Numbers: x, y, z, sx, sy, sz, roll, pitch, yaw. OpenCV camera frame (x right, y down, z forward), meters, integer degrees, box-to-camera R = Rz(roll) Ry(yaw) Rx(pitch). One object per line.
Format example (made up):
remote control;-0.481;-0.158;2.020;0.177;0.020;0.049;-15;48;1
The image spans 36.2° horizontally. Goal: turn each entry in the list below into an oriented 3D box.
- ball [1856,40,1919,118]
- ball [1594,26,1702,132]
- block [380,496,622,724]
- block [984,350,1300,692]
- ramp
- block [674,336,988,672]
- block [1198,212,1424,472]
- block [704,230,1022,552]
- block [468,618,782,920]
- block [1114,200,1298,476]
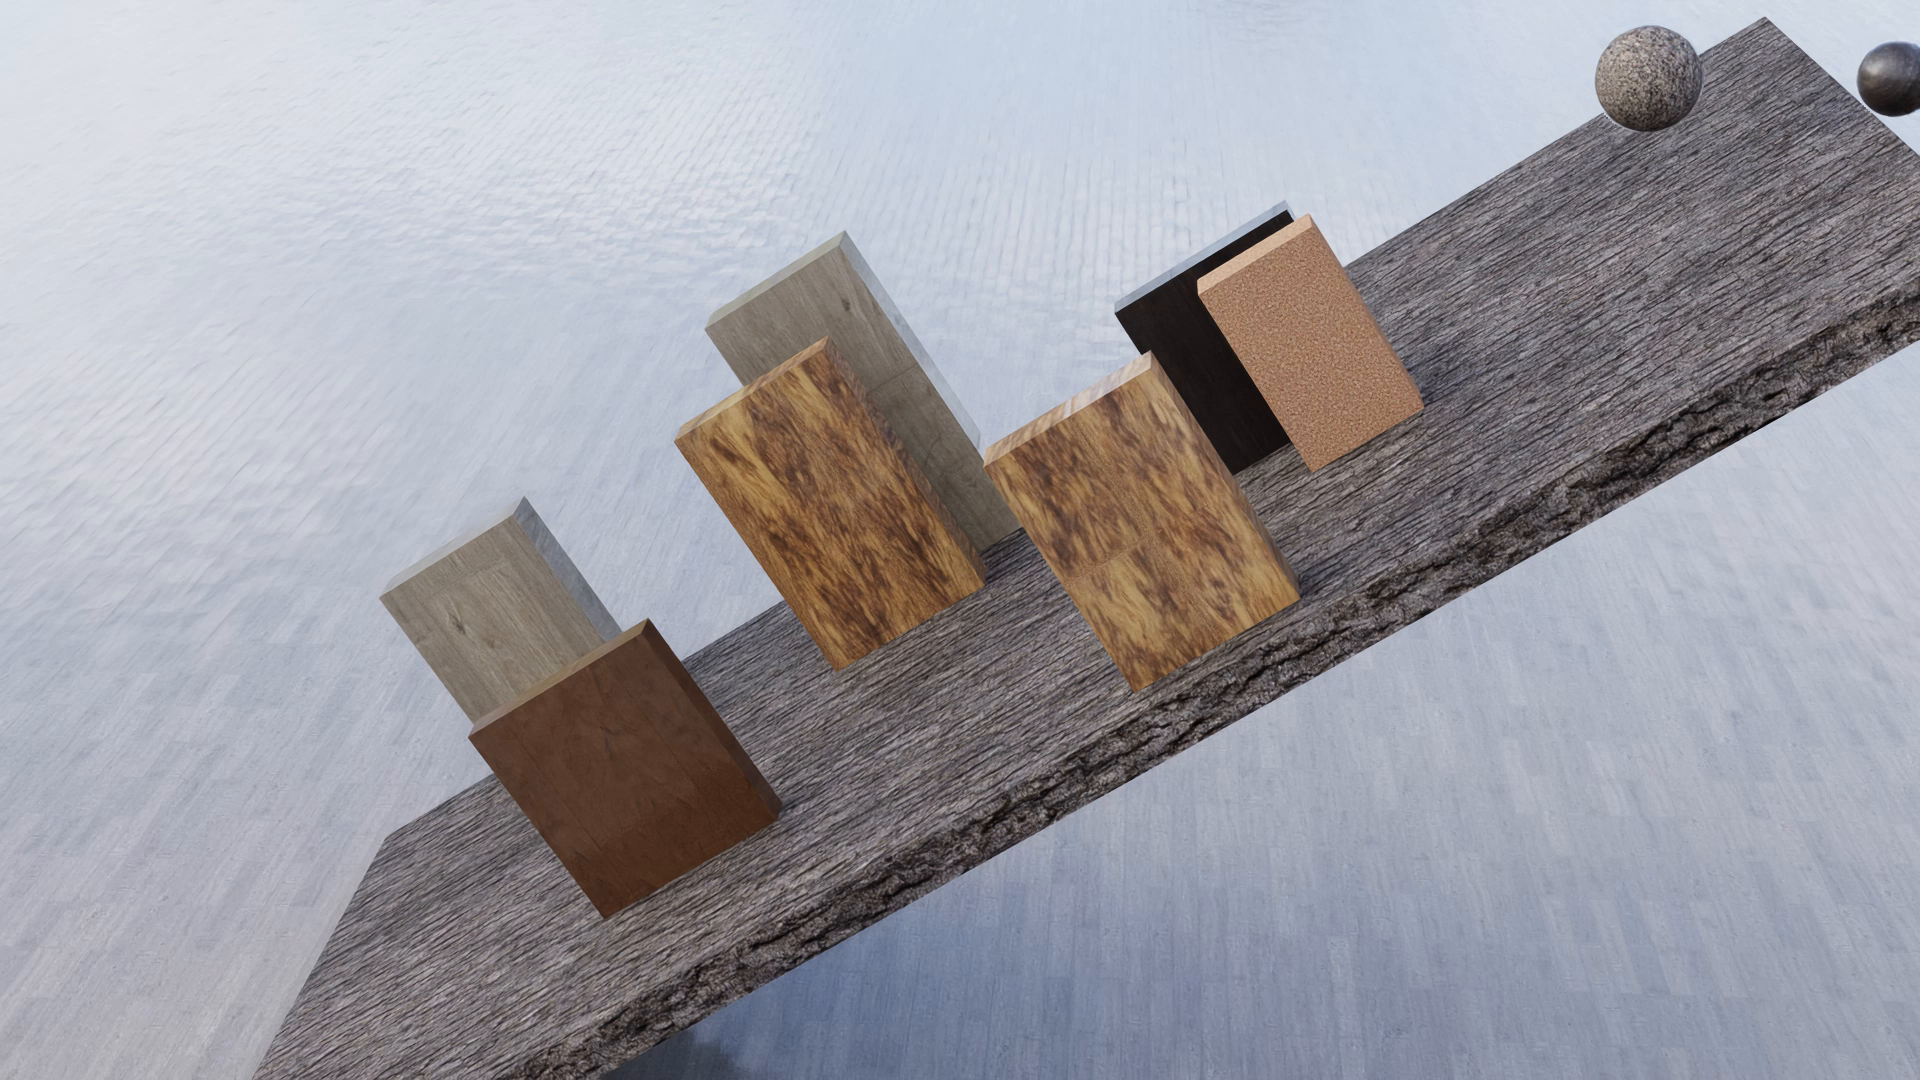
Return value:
ball;1.752;-0.863;5.503;0.142;0.142;0.142;0;20;0
ball;1.371;-0.918;5.856;0.209;0.209;0.209;0;20;0
block;-1.089;0.251;7.301;0.411;0.589;0.141;-31;15;14
block;0.331;-0.031;5.326;0.351;0.512;0.110;-31;15;14
ramp;0.140;0.170;6.294;4.000;0.100;2.000;-31;15;14
block;-0.282;-0.076;6.512;0.397;0.641;0.111;-31;15;14
block;0.694;-0.389;5.822;0.257;0.433;0.113;-31;15;14
block;-0.207;-0.278;6.723;0.366;0.773;0.138;-31;15;14
block;-0.678;0.468;5.977;0.433;0.479;0.084;-31;15;14
block;0.607;-0.409;6.076;0.410;0.429;0.083;-31;15;14
